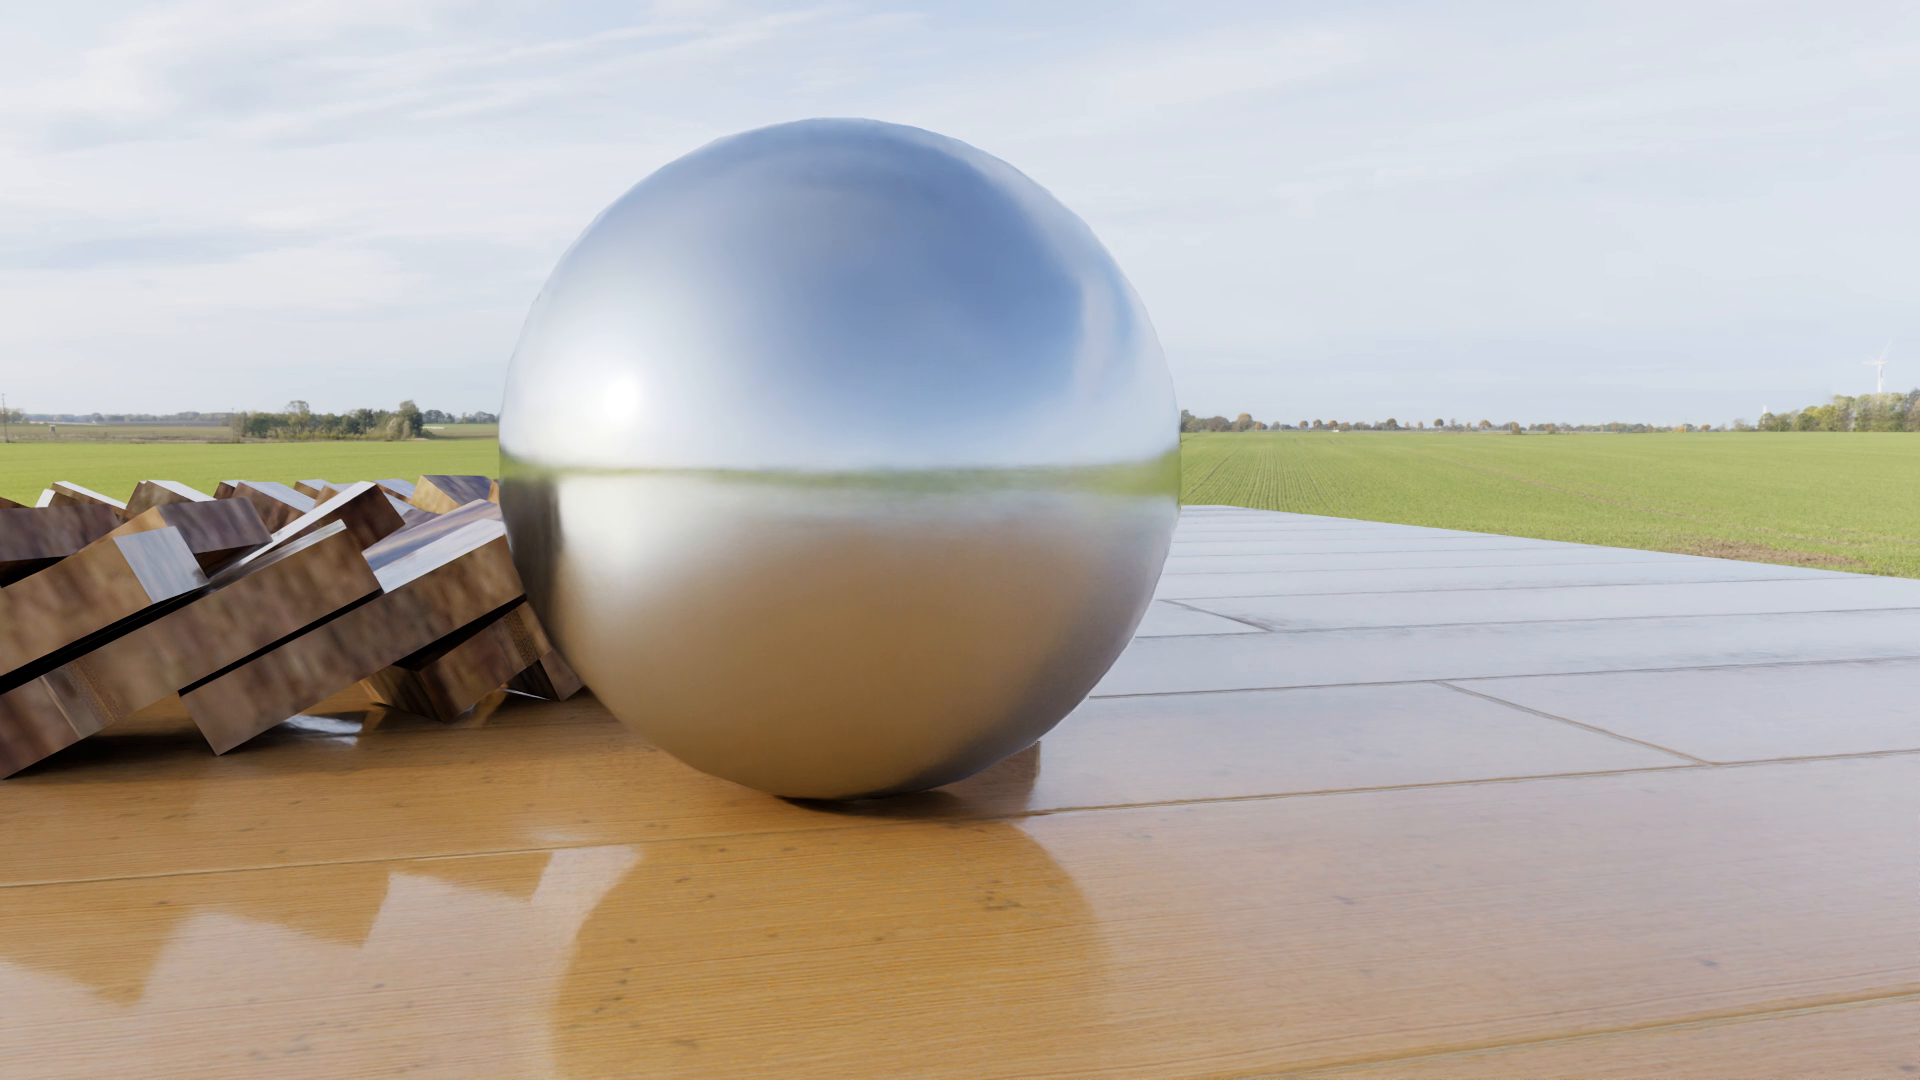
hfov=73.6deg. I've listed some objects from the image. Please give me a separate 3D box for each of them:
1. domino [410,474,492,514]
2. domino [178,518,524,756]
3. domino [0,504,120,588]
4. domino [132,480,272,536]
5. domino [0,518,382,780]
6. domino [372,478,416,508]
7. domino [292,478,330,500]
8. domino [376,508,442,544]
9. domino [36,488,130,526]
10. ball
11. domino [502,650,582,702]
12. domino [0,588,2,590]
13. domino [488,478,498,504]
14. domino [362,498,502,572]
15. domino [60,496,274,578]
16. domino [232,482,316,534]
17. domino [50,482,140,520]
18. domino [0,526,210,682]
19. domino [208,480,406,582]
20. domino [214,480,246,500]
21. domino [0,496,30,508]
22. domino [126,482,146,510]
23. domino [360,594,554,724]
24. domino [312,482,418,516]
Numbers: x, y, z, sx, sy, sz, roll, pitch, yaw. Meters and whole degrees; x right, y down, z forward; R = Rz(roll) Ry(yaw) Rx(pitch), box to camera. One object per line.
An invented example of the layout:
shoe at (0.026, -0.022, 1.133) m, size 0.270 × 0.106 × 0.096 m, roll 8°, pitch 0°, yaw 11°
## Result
domino at (-0.138, -0.003, 0.387) m, size 0.050 × 0.010 × 0.025 m, roll 33°, pitch 15°, yaw 21°
domino at (-0.091, 0.013, 0.195) m, size 0.050 × 0.009 × 0.025 m, roll -32°, pitch 20°, yaw -27°
domino at (-0.178, 0.010, 0.229) m, size 0.050 × 0.010 × 0.025 m, roll -28°, pitch -4°, yaw 18°
domino at (-0.210, -0.002, 0.374) m, size 0.050 × 0.010 × 0.025 m, roll 27°, pitch -6°, yaw -15°
domino at (-0.109, 0.014, 0.182) m, size 0.050 × 0.010 × 0.025 m, roll -31°, pitch 17°, yaw -22°
domino at (-0.183, -0.007, 0.457) m, size 0.050 × 0.010 × 0.025 m, roll 25°, pitch 3°, yaw -3°
domino at (-0.206, -0.006, 0.451) m, size 0.050 × 0.009 × 0.025 m, roll 25°, pitch 0°, yaw -10°
domino at (-0.129, 0.007, 0.305) m, size 0.025 × 0.010 × 0.050 m, roll 11°, pitch 18°, yaw -3°
domino at (-0.227, 0.001, 0.356) m, size 0.050 × 0.009 × 0.025 m, roll 30°, pitch -16°, yaw -38°
ball at (-0.014, -0.009, 0.155) m, size 0.080 × 0.080 × 0.080 m, roll 0°, pitch 4°, yaw 0°
domino at (-0.062, 0.009, 0.233) m, size 0.025 × 0.010 × 0.050 m, roll 5°, pitch 33°, yaw 40°
domino at (-0.152, 0.015, 0.160) m, size 0.050 × 0.010 × 0.025 m, roll -26°, pitch 4°, yaw 2°
domino at (-0.116, -0.002, 0.378) m, size 0.050 × 0.010 × 0.025 m, roll 37°, pitch 25°, yaw 33°
domino at (-0.117, 0.007, 0.271) m, size 0.025 × 0.010 × 0.050 m, roll 12°, pitch 34°, yaw 45°
domino at (-0.154, 0.009, 0.230) m, size 0.050 × 0.010 × 0.025 m, roll -28°, pitch 3°, yaw 6°
domino at (-0.188, -0.002, 0.382) m, size 0.050 × 0.010 × 0.025 m, roll 26°, pitch 0°, yaw -5°
domino at (-0.270, -0.004, 0.421) m, size 0.050 × 0.010 × 0.025 m, roll 27°, pitch -9°, yaw -26°
domino at (-0.130, 0.015, 0.169) m, size 0.050 × 0.010 × 0.025 m, roll -28°, pitch 11°, yaw -12°
domino at (-0.136, 0.006, 0.251) m, size 0.050 × 0.009 × 0.025 m, roll -38°, pitch 22°, yaw -23°
domino at (-0.228, -0.006, 0.444) m, size 0.050 × 0.009 × 0.025 m, roll 25°, pitch -2°, yaw -14°
domino at (-0.285, -0.003, 0.399) m, size 0.025 × 0.010 × 0.050 m, roll 4°, pitch -20°, yaw 43°
domino at (-0.250, -0.005, 0.433) m, size 0.050 × 0.010 × 0.025 m, roll 26°, pitch -6°, yaw -22°
domino at (-0.074, 0.010, 0.216) m, size 0.025 × 0.010 × 0.050 m, roll 5°, pitch 33°, yaw 40°
domino at (-0.163, -0.002, 0.384) m, size 0.050 × 0.010 × 0.025 m, roll 26°, pitch 4°, yaw -2°
